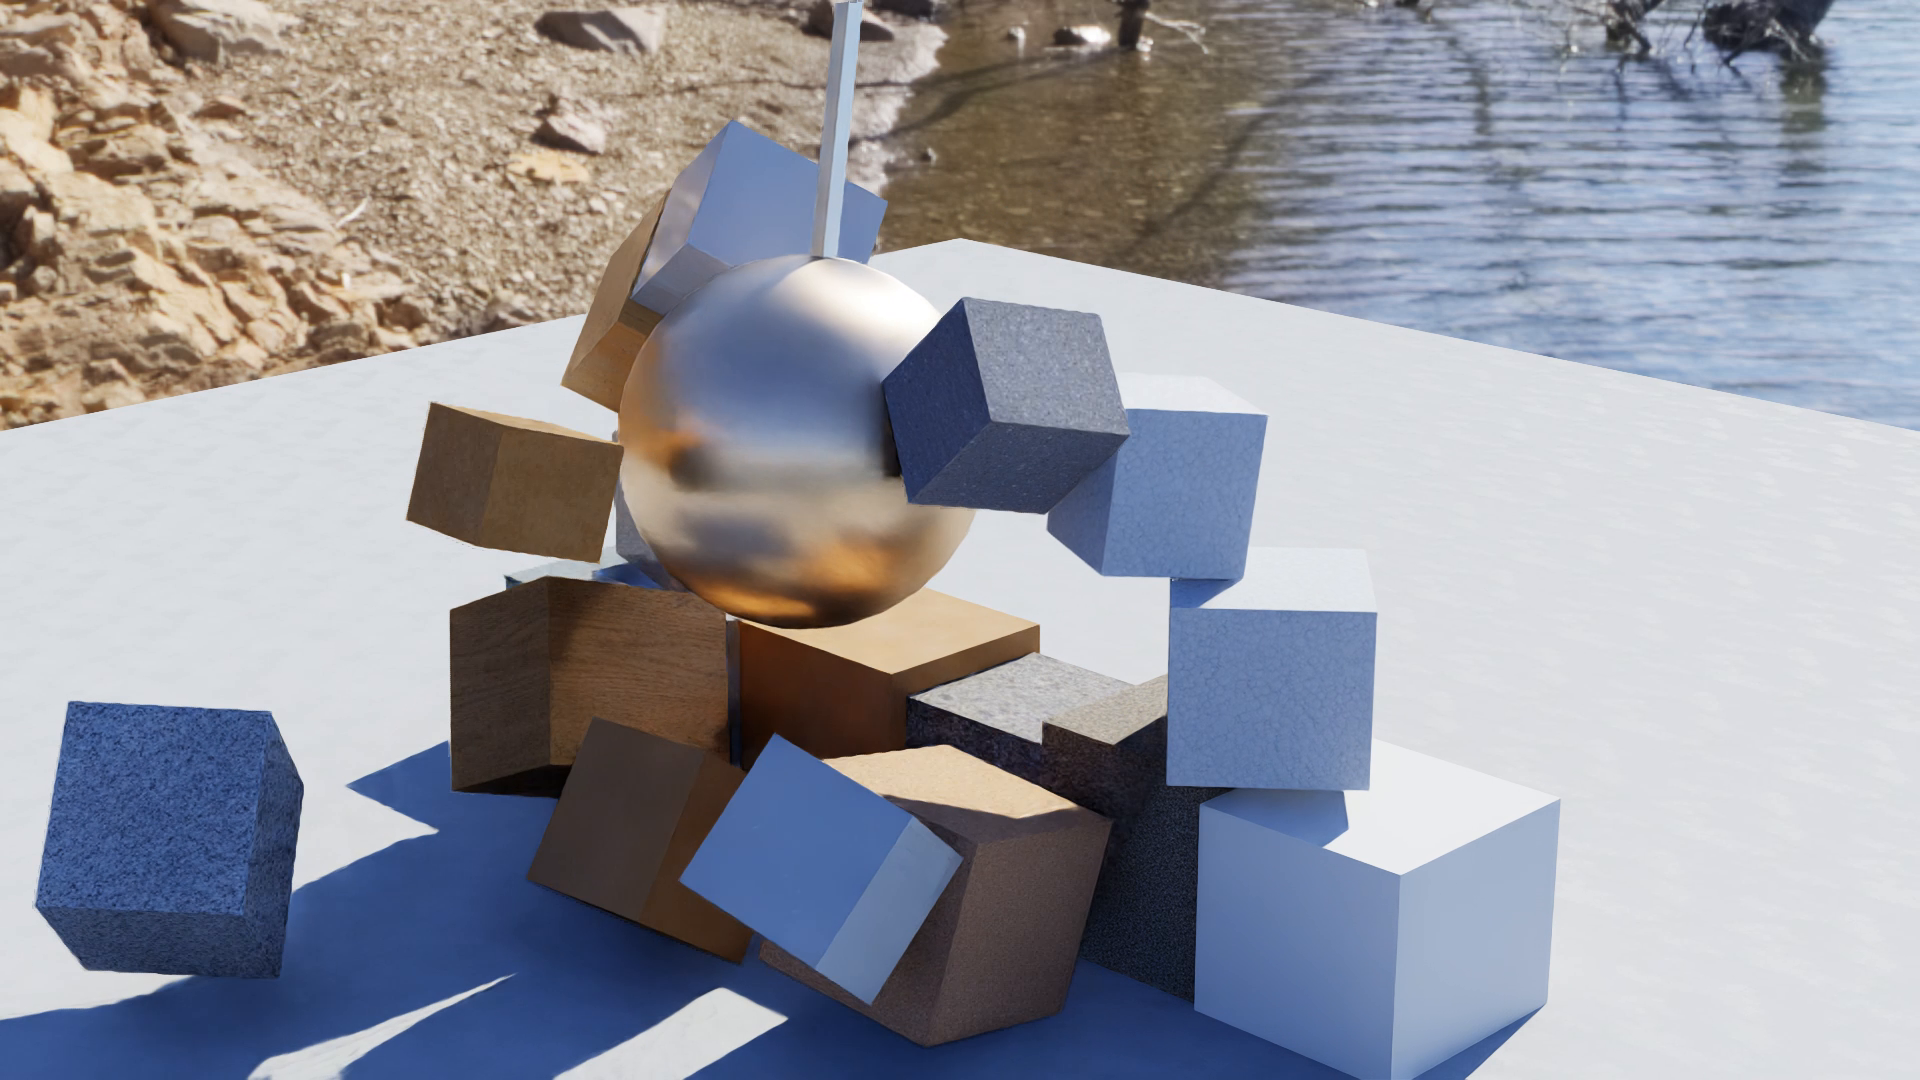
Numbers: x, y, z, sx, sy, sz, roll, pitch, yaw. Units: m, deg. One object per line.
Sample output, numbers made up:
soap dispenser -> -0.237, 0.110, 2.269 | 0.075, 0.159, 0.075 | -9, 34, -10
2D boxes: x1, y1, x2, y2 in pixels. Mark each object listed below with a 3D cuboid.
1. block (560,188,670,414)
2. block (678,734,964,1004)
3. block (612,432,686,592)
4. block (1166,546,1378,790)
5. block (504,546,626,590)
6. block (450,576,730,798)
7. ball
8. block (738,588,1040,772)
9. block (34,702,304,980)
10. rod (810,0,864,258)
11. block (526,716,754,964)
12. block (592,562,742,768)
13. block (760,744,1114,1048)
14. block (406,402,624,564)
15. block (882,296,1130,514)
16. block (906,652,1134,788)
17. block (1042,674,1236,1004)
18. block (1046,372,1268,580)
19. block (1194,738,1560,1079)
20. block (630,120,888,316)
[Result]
block -> -1.319, -1.035, 13.992 | 0.745, 0.766, 0.800 | 26, -29, -17
block -> -0.523, 1.250, 11.133 | 0.689, 0.662, 0.547 | 28, -10, 29
block -> -1.250, -0.192, 14.581 | 0.724, 0.637, 0.712 | -9, 20, -26
block -> 1.262, 0.512, 12.031 | 0.810, 0.756, 0.819 | 1, 17, 4
block -> -1.767, 0.546, 15.340 | 0.846, 0.761, 0.841 | -17, 24, -42
block -> -1.695, 0.701, 13.400 | 0.970, 0.838, 0.809 | 9, -18, -41
ball -> -0.665, -0.416, 12.514 | 1.600, 1.600, 1.600 | 0, 17, 0
block -> -0.334, 0.860, 13.958 | 0.966, 0.990, 1.044 | -17, 24, -42
block -> -3.214, 1.244, 12.027 | 0.805, 0.853, 0.925 | 3, -24, -2
rod -> -0.288, -3.733, 11.867 | 0.080, 5.200, 0.080 | 17, 15, 42
block -> -1.255, 1.283, 12.556 | 0.716, 0.749, 0.678 | 13, -13, 41
block -> -1.076, 0.631, 14.682 | 1.067, 0.993, 1.050 | -16, 24, -42
block -> -0.095, 1.419, 11.916 | 0.885, 0.851, 0.935 | 22, 14, 34
block -> -1.752, -0.225, 11.548 | 0.576, 0.476, 0.528 | 9, 5, -43
block -> 0.177, -0.524, 11.638 | 0.647, 0.556, 0.652 | 4, -30, -32
block -> 0.376, 1.125, 13.319 | 0.837, 0.867, 0.913 | -17, 24, -42
block -> 0.999, 1.254, 12.643 | 0.904, 1.026, 0.930 | 16, 24, 41
block -> 0.795, -0.271, 11.991 | 0.624, 0.691, 0.645 | 1, 16, -20
block -> 1.708, 1.499, 12.040 | 1.003, 0.921, 1.083 | 17, 24, 42
block -> -0.918, -1.325, 13.411 | 0.818, 0.679, 0.684 | 26, -28, -18
